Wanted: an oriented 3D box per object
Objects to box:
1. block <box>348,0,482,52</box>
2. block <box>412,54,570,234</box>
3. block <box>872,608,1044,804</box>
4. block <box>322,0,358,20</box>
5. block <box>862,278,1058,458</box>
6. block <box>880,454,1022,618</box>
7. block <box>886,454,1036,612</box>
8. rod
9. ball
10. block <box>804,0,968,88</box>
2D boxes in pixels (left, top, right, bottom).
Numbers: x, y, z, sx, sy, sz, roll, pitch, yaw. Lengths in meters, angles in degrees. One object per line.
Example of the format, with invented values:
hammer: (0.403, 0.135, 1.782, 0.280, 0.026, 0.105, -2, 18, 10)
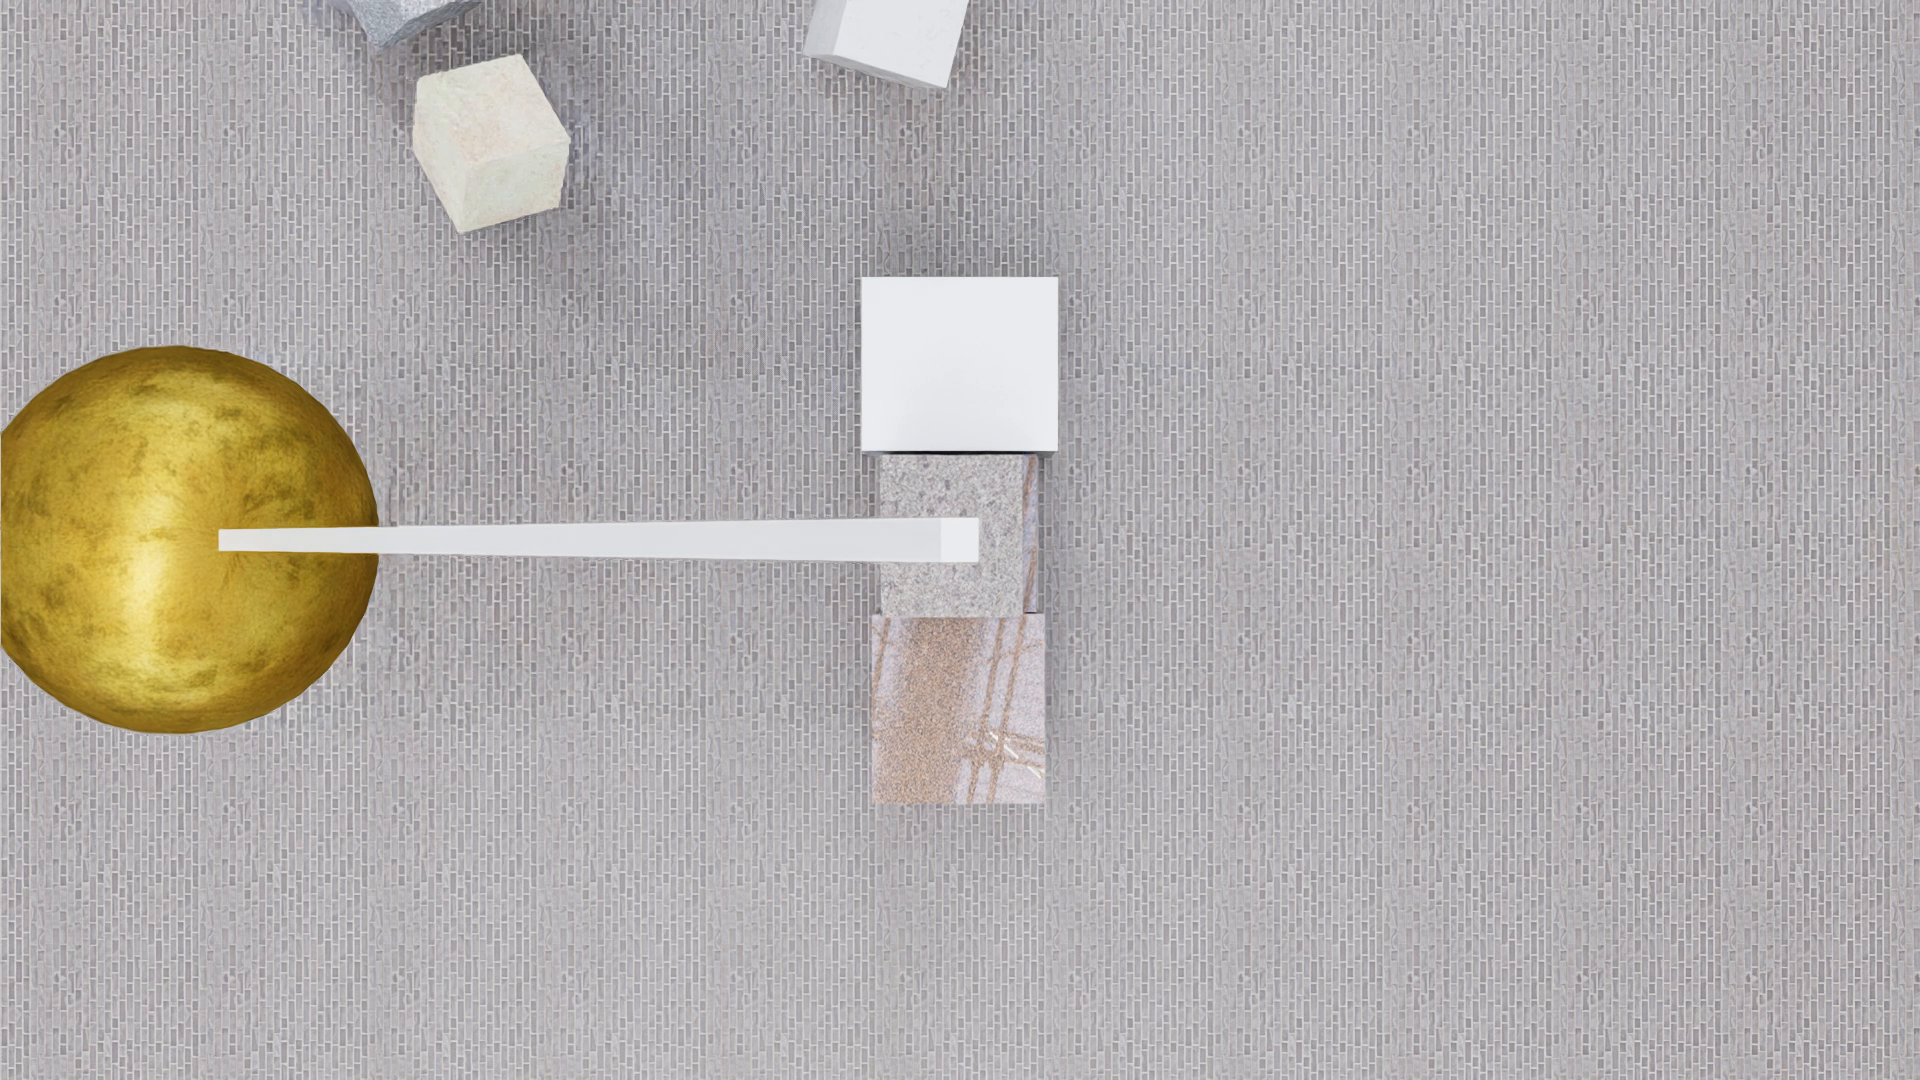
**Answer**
block: (-2.978, -3.157, 11.930, 0.648, 0.613, 0.667, -33, 102, -27)
block: (-2.672, -2.252, 12.497, 0.616, 0.604, 0.657, -21, 68, -27)
block: (-0.010, 0.919, 12.480, 0.940, 1.040, 1.030, 0, 90, 0)
block: (-3.425, -3.445, 12.622, 0.699, 0.684, 0.732, 28, 85, 1)
block: (-0.001, -0.959, 12.489, 1.067, 1.022, 0.944, 0, 90, 0)
block: (-0.044, -0.020, 11.758, 0.733, 0.768, 0.840, 0, 90, 0)
block: (0.007, -0.038, 12.571, 0.829, 0.858, 0.867, 0, 90, 0)
rod: (-1.390, 0.000, 6.170, 0.080, 5.200, 0.080, 0, 90, -32)
ball: (-3.208, 0.000, 9.043, 1.600, 1.600, 1.600, 0, 90, 0)
block: (-0.394, -3.009, 12.404, 0.678, 0.616, 0.740, 12, 97, -22)
